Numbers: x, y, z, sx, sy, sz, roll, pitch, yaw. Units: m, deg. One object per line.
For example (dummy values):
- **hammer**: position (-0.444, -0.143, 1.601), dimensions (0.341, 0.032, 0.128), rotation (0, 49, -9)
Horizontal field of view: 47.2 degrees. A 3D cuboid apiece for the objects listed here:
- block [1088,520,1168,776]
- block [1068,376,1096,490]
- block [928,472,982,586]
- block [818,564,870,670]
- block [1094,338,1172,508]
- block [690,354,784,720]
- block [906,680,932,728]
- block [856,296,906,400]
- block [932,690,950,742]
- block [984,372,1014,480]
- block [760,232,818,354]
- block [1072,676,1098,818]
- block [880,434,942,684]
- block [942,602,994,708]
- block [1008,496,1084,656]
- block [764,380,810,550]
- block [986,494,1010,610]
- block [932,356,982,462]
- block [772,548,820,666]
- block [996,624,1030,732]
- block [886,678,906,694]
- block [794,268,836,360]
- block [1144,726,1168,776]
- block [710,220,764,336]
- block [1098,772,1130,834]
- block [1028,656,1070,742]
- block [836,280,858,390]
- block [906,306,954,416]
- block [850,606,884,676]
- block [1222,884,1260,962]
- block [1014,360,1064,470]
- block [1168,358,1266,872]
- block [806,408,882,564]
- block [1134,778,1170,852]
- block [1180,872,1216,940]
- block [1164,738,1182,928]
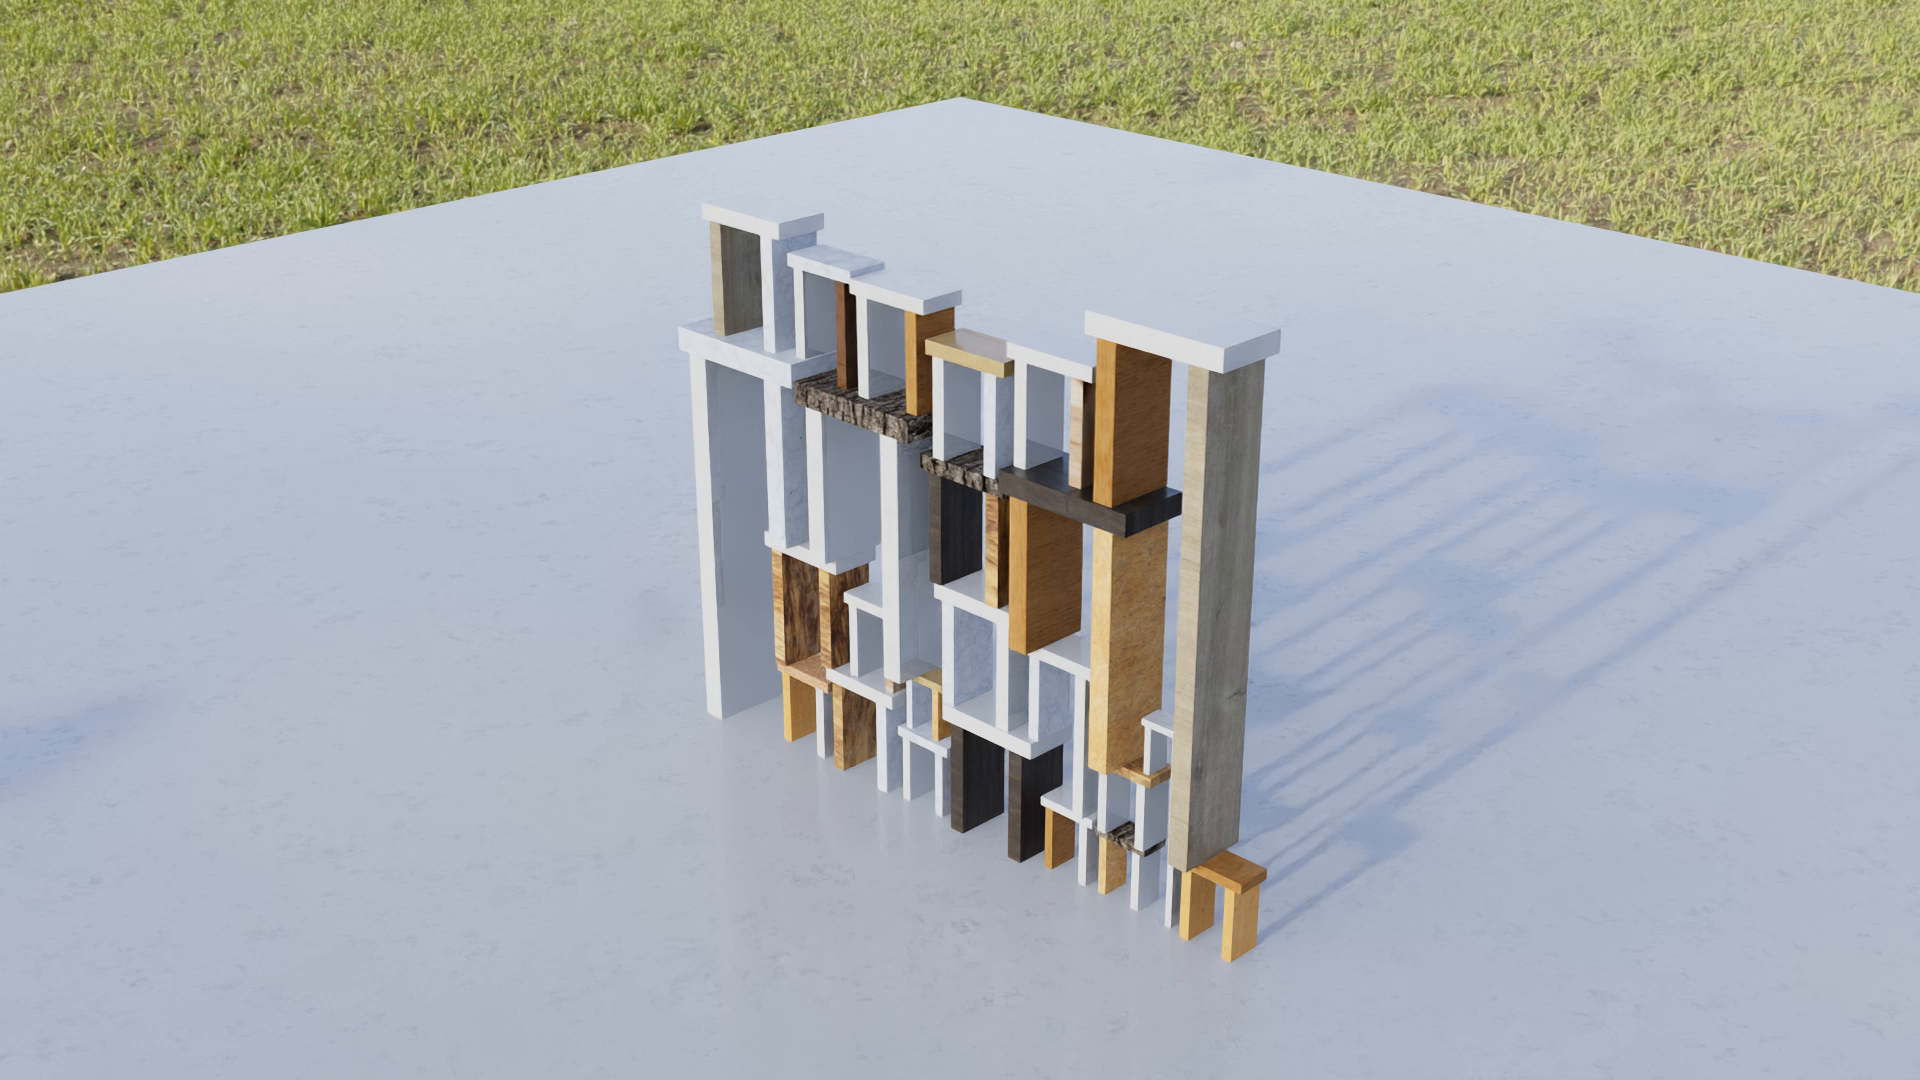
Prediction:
- **block**: position (0.303, 0.181, 3.966), dimensions (0.152, 0.477, 0.043), rotation (-21, 31, -41)
- **block**: position (0.239, -0.200, 3.885), dimensions (0.101, 0.203, 0.029), rotation (-21, 31, -41)
- **block**: position (-0.008, -0.036, 4.222), dimensions (0.032, 0.226, 0.113), rotation (21, 31, 41)
- **block**: position (-0.238, 0.147, 4.550), dimensions (0.031, 0.220, 0.110), rotation (21, 31, 41)
- **block**: position (0.299, -0.219, 3.807), dimensions (0.149, 0.299, 0.042), rotation (-21, 31, -41)
- **block**: position (-0.478, -0.020, 4.742), dimensions (0.050, 0.833, 0.177), rotation (21, 31, 41)
- **block**: position (-0.082, 0.321, 4.450), dimensions (0.056, 0.112, 0.016), rotation (-21, 31, -41)
- **block**: position (-0.150, -0.380, 4.227), dimensions (0.101, 0.202, 0.029), rotation (-21, 31, -40)
- **block**: position (-0.030, 0.342, 4.402), dimensions (0.016, 0.112, 0.056), rotation (21, 31, 41)
- **block**: position (0.089, -0.220, 4.030), dimensions (0.028, 0.200, 0.100), rotation (21, 31, 40)
- **block**: position (-0.338, -0.500, 4.378), dimensions (0.033, 0.236, 0.118), rotation (21, 31, 41)
- **block**: position (0.251, 0.375, 4.117), dimensions (0.025, 0.294, 0.087), rotation (21, 31, 41)
- **block**: position (-0.078, 0.020, 4.318), dimensions (0.162, 0.515, 0.046), rotation (-21, 31, -40)
- **block**: position (0.015, 0.207, 4.300), dimensions (0.031, 0.220, 0.110), rotation (21, 31, 40)
- **block**: position (0.159, 0.046, 4.064), dimensions (0.152, 0.304, 0.043), rotation (-21, 31, -40)
- **block**: position (-0.311, -0.175, 4.495), dimensions (0.177, 0.354, 0.050), rotation (-21, 31, -41)
- **block**: position (0.099, 0.006, 4.124), dimensions (0.032, 0.226, 0.113), rotation (21, 31, 41)
- **block**: position (-0.006, -0.257, 4.117), dimensions (0.028, 0.200, 0.100), rotation (21, 31, 41)
- **block**: position (-0.342, 0.127, 4.654), dimensions (0.031, 0.265, 0.110), rotation (21, 31, 41)
- **block**: position (0.119, 0.247, 4.205), dimensions (0.031, 0.220, 0.110), rotation (21, 31, 40)
- **block**: position (-0.116, 0.224, 4.449), dimensions (0.079, 0.158, 0.022), rotation (-21, 31, -41)
- **block**: position (-0.283, -0.456, 4.342), dimensions (0.026, 0.183, 0.091), rotation (21, 31, 41)
- **block**: position (0.355, 0.375, 3.995), dimensions (0.048, 0.096, 0.014), rotation (-21, 31, -41)
- **block**: position (-0.449, -0.543, 4.480), dimensions (0.033, 0.236, 0.118), rotation (21, 31, 41)
- **block**: position (0.289, 0.474, 4.113), dimensions (0.020, 0.138, 0.069), rotation (21, 31, 41)
- **block**: position (0.170, 0.287, 4.169), dimensions (0.025, 0.174, 0.087), rotation (21, 31, 41)
- **block**: position (-0.197, -0.407, 4.269), dimensions (0.091, 0.217, 0.026), rotation (-21, 31, -40)
- **block**: position (-0.056, -0.343, 4.139), dimensions (0.101, 0.202, 0.029), rotation (-21, 31, -40)
- **block**: position (-0.190, 0.195, 4.518), dimensions (0.022, 0.157, 0.079), rotation (21, 31, 41)
- **block**: position (0.507, 0.681, 3.967), dimensions (0.021, 0.148, 0.074), rotation (21, 31, 41)
- **block**: position (0.143, -0.238, 3.973), dimensions (0.101, 0.202, 0.029), rotation (-21, 31, -41)
- **block**: position (0.441, 0.133, 3.803), dimensions (0.149, 0.945, 0.042), rotation (-21, 31, -41)
- **block**: position (-0.230, -0.128, 4.422), dimensions (0.046, 0.324, 0.162), rotation (21, 31, 41)
- **block**: position (0.354, 0.499, 4.053), dimensions (0.069, 0.138, 0.020), rotation (-21, 31, -41)
- **block**: position (0.437, 0.653, 4.031), dimensions (0.021, 0.149, 0.074), rotation (21, 31, 41)
- **block**: position (0.401, 0.529, 4.011), dimensions (0.014, 0.392, 0.048), rotation (21, 31, 41)
